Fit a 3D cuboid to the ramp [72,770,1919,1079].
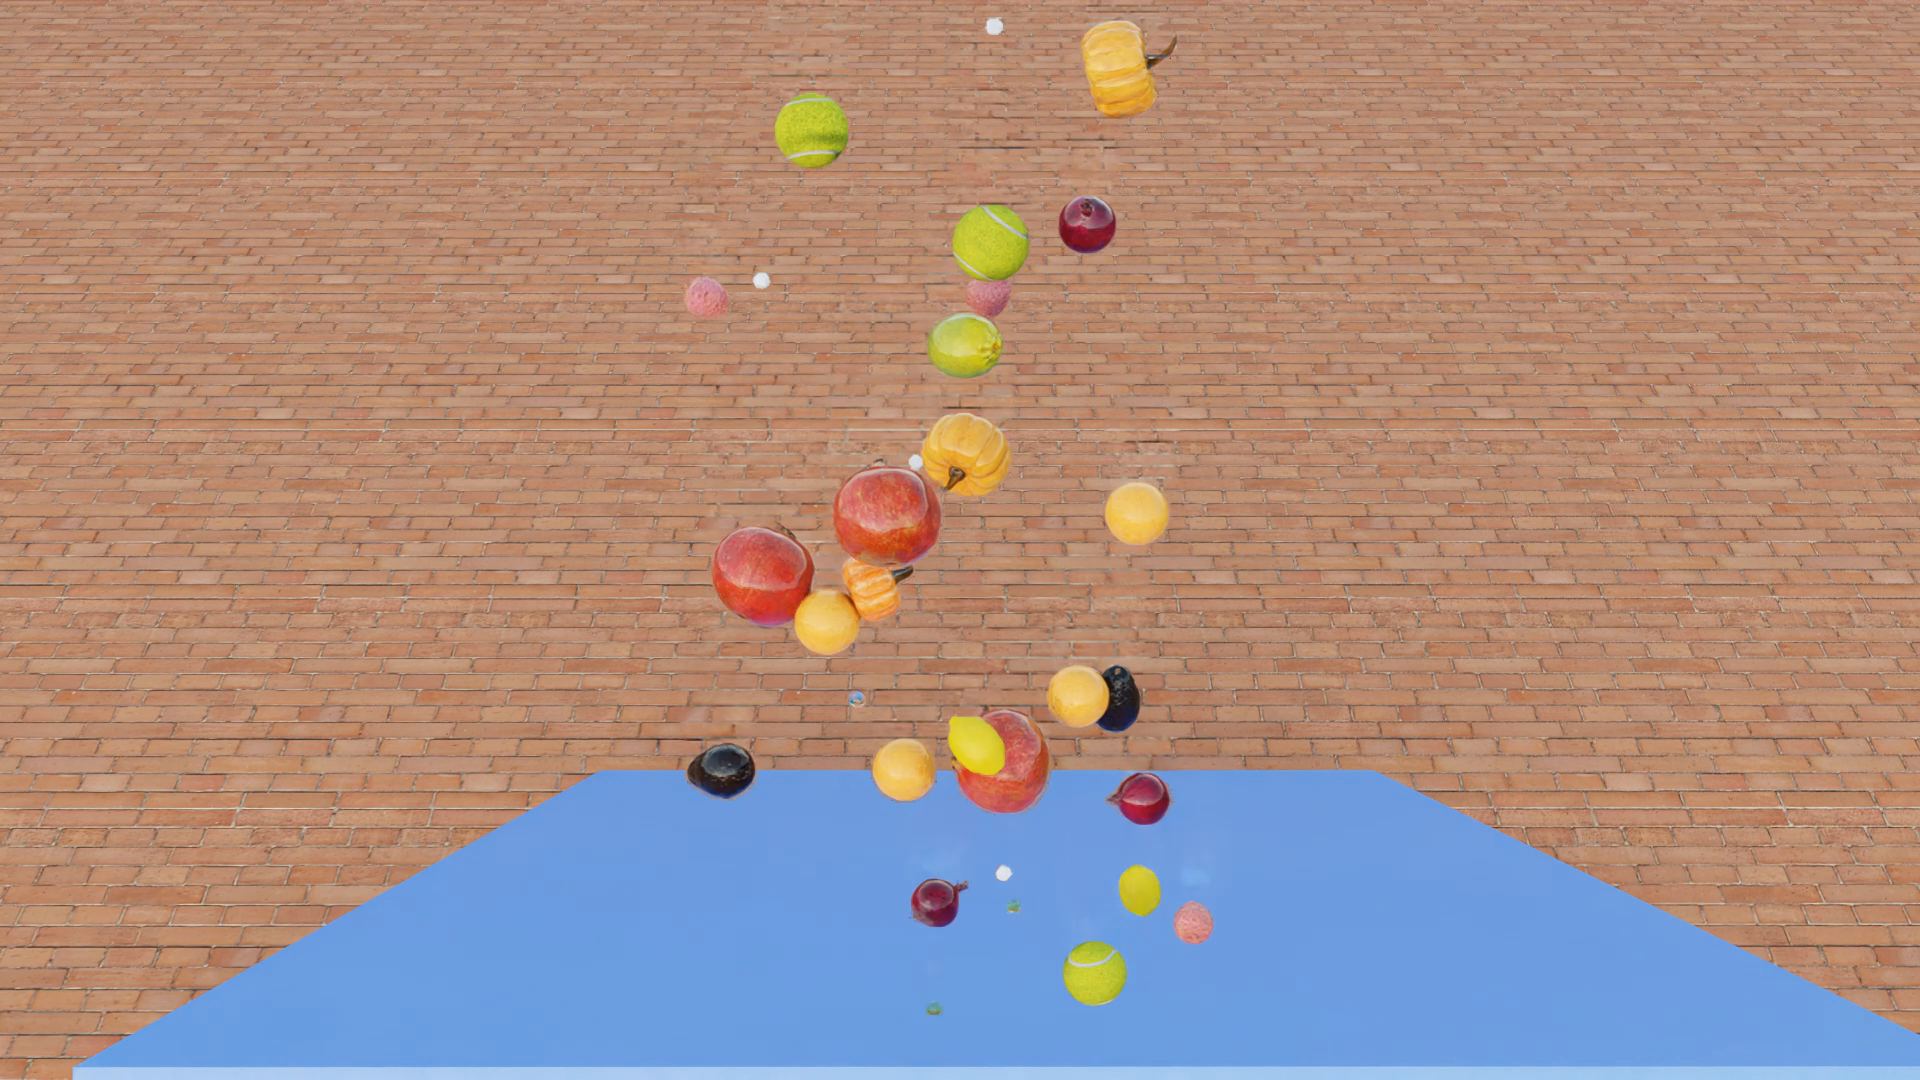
[{"bbox_3d":[0.071,0.624,4.711,2.000,0.100,4.000,0,-1,0],"label":"ramp"}]
